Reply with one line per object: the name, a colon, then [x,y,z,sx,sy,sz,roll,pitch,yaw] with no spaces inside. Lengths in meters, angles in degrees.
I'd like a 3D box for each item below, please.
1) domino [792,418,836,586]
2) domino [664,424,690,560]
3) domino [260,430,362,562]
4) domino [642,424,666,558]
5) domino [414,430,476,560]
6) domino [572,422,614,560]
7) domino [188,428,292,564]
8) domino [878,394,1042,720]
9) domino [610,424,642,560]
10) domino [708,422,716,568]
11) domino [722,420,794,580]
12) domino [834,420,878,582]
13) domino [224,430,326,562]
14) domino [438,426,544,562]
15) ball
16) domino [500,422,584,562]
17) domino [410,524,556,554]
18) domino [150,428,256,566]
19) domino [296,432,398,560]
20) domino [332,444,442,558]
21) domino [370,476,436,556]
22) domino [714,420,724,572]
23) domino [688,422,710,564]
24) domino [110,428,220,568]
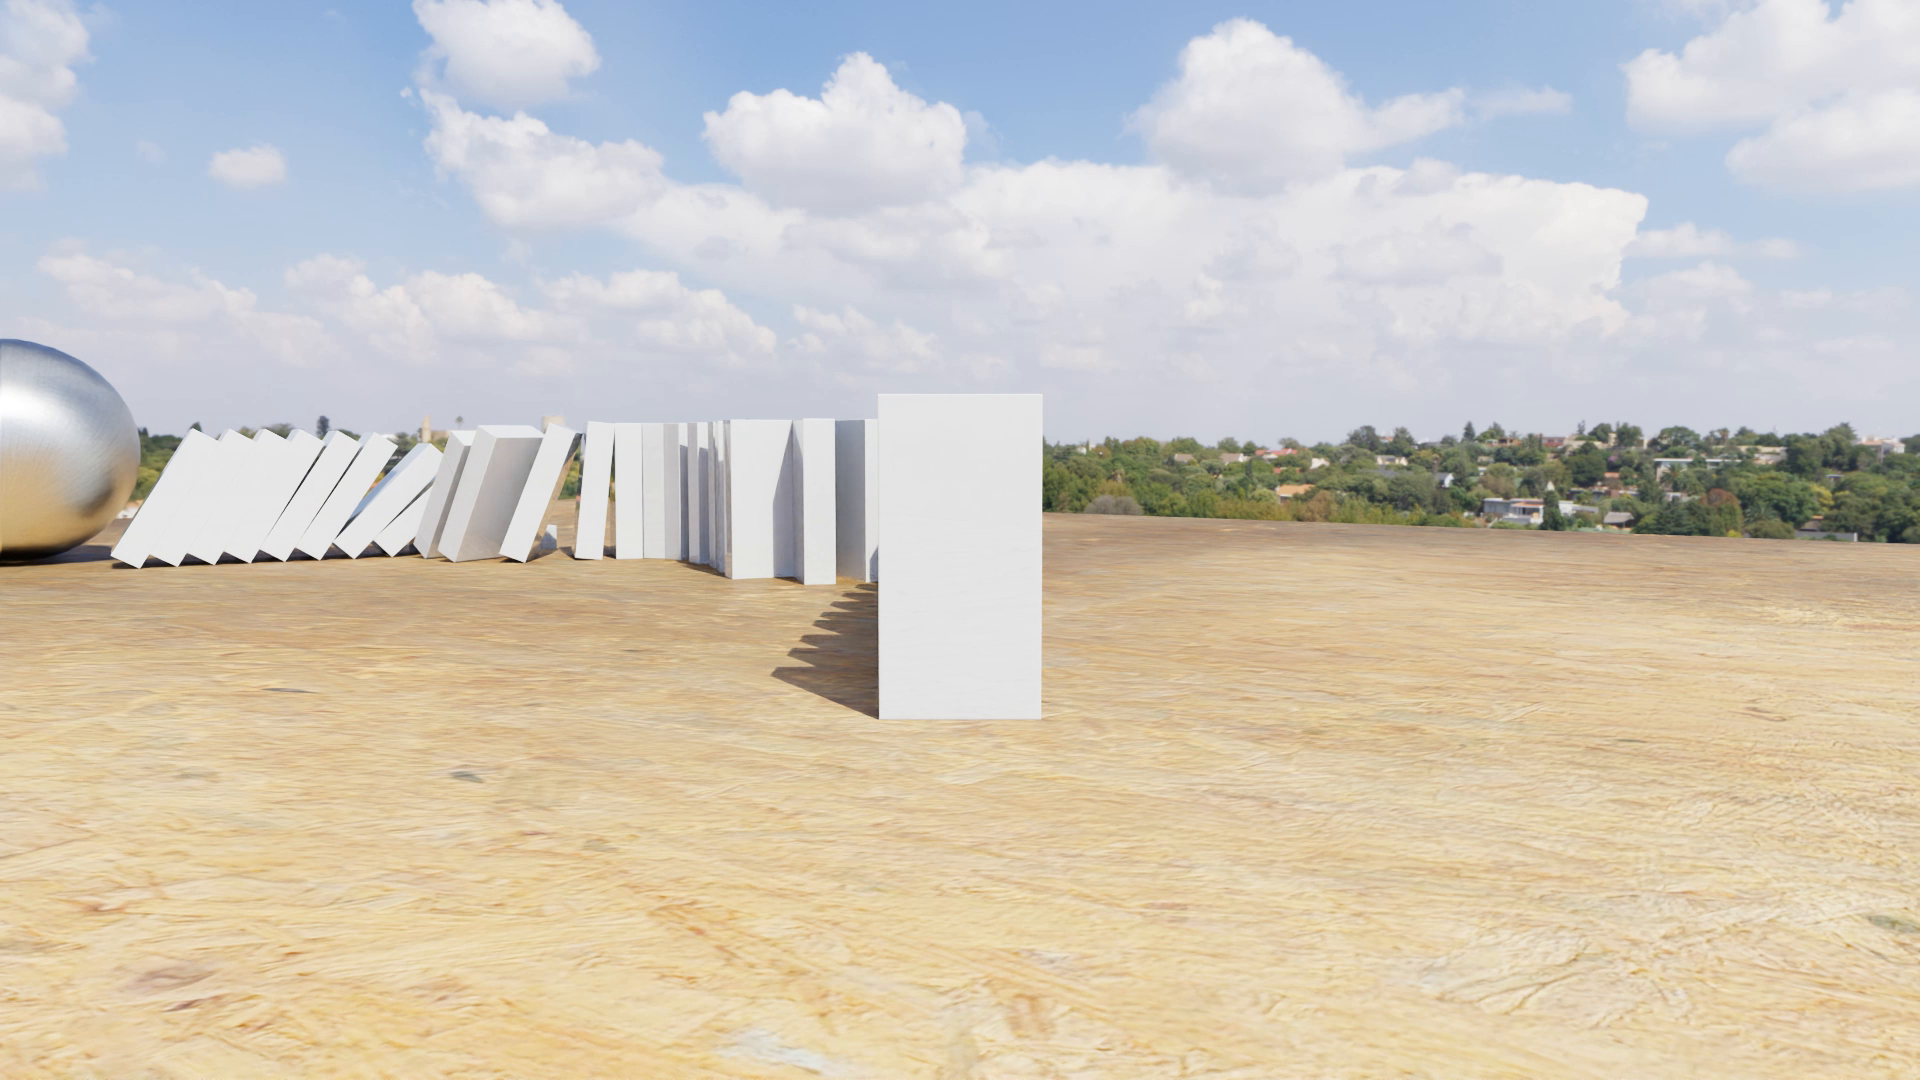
domino: [-0.045,-0.012,0.398,0.009,0.050,0.025,-1,4,-14]
domino: [-0.097,-0.018,0.479,0.010,0.050,0.025,4,6,41]
domino: [-0.242,-0.017,0.476,0.010,0.050,0.025,35,-15,-30]
domino: [-0.111,-0.019,0.487,0.009,0.050,0.025,1,4,12]
domino: [-0.182,-0.017,0.476,0.010,0.050,0.025,41,26,27]
domino: [-0.137,-0.019,0.480,0.009,0.050,0.025,5,2,-20]
domino: [-0.261,-0.016,0.464,0.009,0.050,0.025,33,-14,-30]
domino: [0.000,0.002,0.201,0.025,0.050,0.009,0,4,0]
domino: [-0.126,-0.019,0.484,0.009,0.050,0.025,-1,4,-20]
domino: [-0.074,-0.016,0.445,0.025,0.050,0.009,-2,5,-23]
domino: [-0.062,-0.013,0.410,0.025,0.050,0.009,-2,5,-25]
domino: [-0.031,-0.013,0.405,0.009,0.050,0.025,-3,5,-31]
domino: [-0.252,-0.017,0.470,0.010,0.050,0.025,33,-14,-30]
domino: [-0.169,-0.017,0.465,0.010,0.050,0.025,30,17,21]
ball: [-0.340,-0.032,0.458,0.080,0.080,0.080,0,4,0]
domino: [-0.153,-0.018,0.470,0.009,0.050,0.025,21,0,-11]
domino: [-0.191,-0.001,0.514,0.050,0.009,0.025,-4,6,-40]
domino: [-0.270,-0.016,0.457,0.010,0.050,0.025,33,-14,-30]
domino: [-0.232,-0.017,0.482,0.009,0.050,0.025,37,-16,-30]
domino: [-0.219,-0.016,0.490,0.010,0.050,0.025,48,-21,-26]
domino: [-0.207,-0.015,0.498,0.050,0.010,0.025,-49,27,-21]
domino: [-0.069,-0.015,0.430,0.025,0.050,0.010,-1,4,-16]
domino: [-0.084,-0.017,0.463,0.025,0.050,0.010,-3,5,-33]
domino: [-0.279,-0.015,0.451,0.009,0.050,0.025,33,-14,-30]
